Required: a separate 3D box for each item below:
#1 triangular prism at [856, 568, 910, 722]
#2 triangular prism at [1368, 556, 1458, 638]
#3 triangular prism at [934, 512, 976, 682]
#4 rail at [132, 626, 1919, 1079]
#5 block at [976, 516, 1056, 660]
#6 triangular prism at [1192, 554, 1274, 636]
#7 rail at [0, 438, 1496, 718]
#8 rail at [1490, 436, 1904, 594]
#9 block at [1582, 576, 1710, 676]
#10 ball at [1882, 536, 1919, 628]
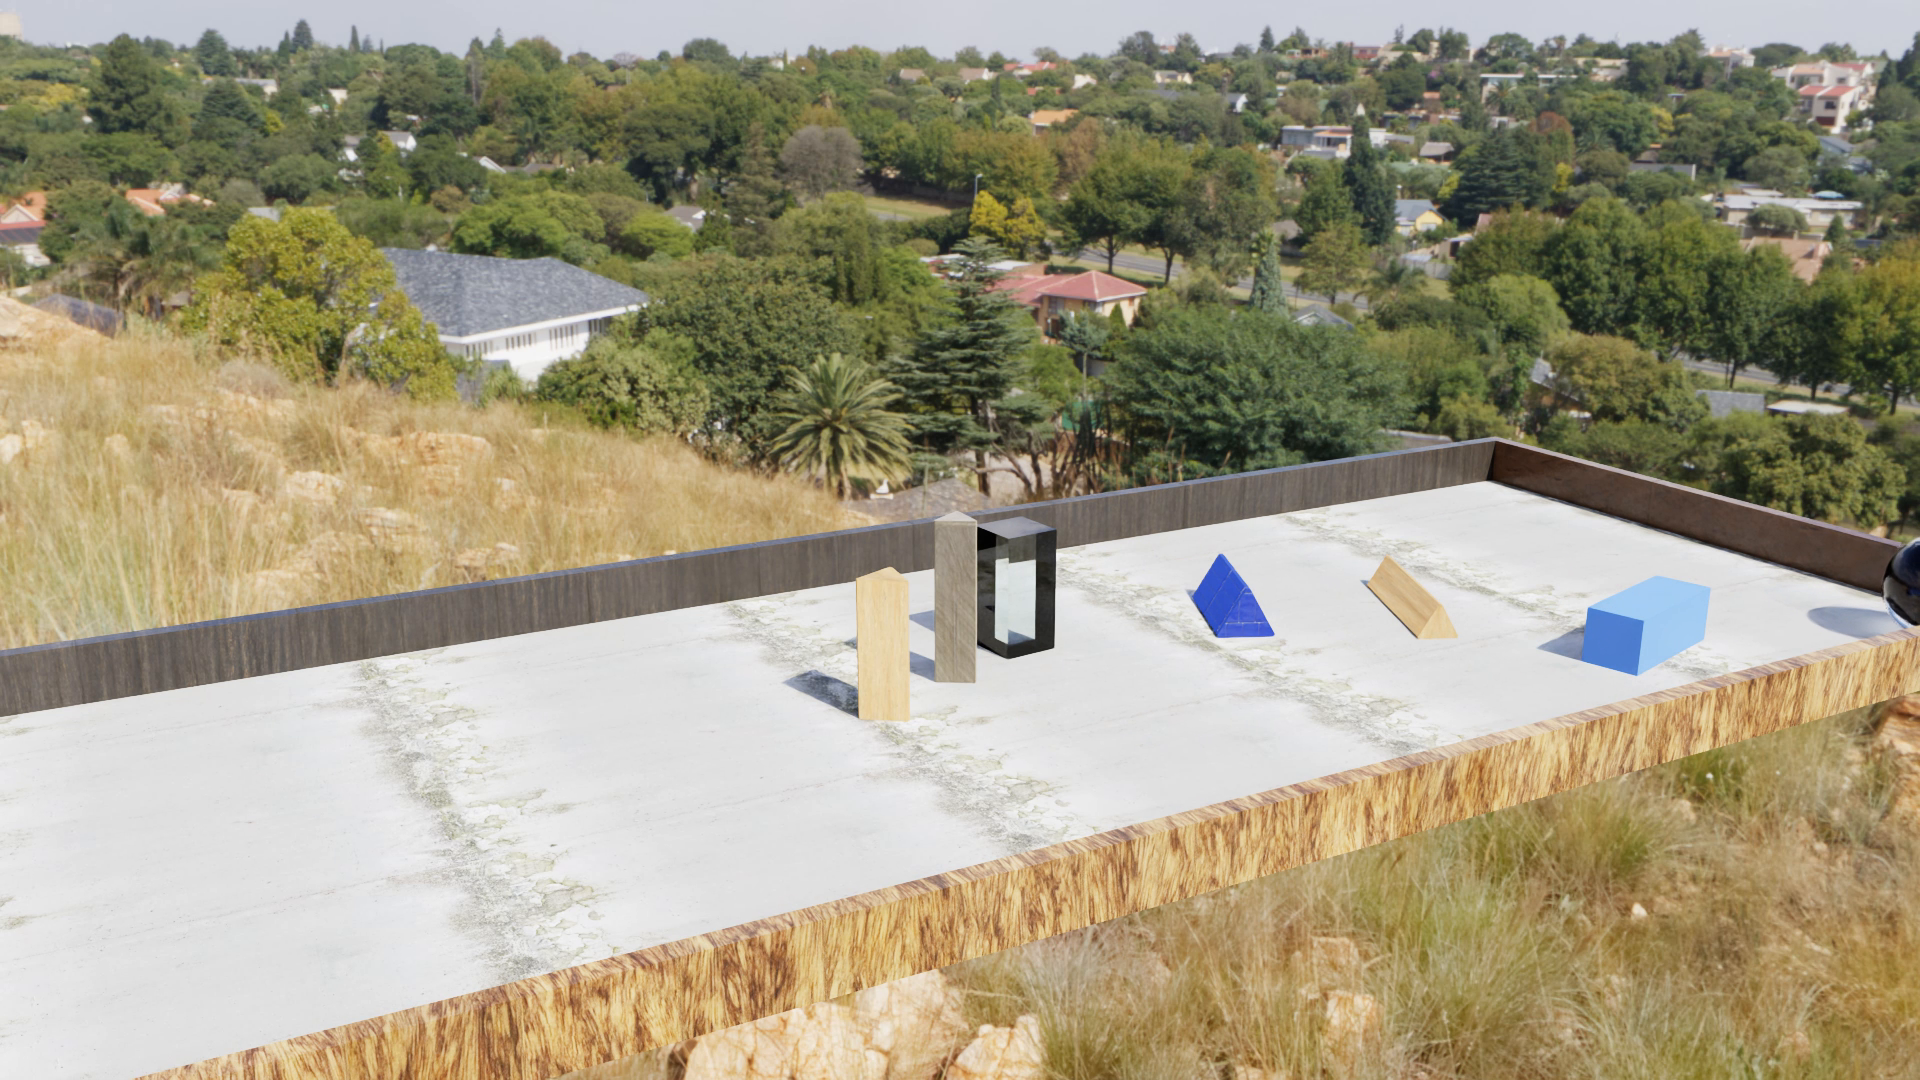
[{"bbox_3d":[-0.173,0.245,3.906,0.122,0.347,0.105,2,17,8],"label":"triangular prism"},{"bbox_3d":[1.275,0.153,4.654,0.110,0.096,0.459,-1,16,-3],"label":"triangular prism"},{"bbox_3d":[-0.009,0.143,4.121,0.103,0.422,0.089,1,16,2],"label":"triangular prism"},{"bbox_3d":[-2.336,1.006,1.665,12.000,0.150,0.050,-9,18,-27],"label":"rail"},{"bbox_3d":[0.144,0.124,4.350,0.154,0.328,0.154,-11,20,-33],"label":"block"},{"bbox_3d":[0.761,0.149,4.597,0.155,0.134,0.332,-1,16,-4],"label":"triangular prism"},{"bbox_3d":[-3.305,0.497,3.399,12.000,0.150,0.050,-9,18,-27],"label":"rail"},{"bbox_3d":[2.466,-0.048,5.253,0.050,0.150,2.100,-9,18,-27],"label":"rail"},{"bbox_3d":[1.808,0.221,4.341,0.395,0.148,0.148,-15,22,-41],"label":"block"},{"bbox_3d":[2.630,0.126,4.392,0.301,0.301,0.301,0,16,0],"label":"ball"}]
